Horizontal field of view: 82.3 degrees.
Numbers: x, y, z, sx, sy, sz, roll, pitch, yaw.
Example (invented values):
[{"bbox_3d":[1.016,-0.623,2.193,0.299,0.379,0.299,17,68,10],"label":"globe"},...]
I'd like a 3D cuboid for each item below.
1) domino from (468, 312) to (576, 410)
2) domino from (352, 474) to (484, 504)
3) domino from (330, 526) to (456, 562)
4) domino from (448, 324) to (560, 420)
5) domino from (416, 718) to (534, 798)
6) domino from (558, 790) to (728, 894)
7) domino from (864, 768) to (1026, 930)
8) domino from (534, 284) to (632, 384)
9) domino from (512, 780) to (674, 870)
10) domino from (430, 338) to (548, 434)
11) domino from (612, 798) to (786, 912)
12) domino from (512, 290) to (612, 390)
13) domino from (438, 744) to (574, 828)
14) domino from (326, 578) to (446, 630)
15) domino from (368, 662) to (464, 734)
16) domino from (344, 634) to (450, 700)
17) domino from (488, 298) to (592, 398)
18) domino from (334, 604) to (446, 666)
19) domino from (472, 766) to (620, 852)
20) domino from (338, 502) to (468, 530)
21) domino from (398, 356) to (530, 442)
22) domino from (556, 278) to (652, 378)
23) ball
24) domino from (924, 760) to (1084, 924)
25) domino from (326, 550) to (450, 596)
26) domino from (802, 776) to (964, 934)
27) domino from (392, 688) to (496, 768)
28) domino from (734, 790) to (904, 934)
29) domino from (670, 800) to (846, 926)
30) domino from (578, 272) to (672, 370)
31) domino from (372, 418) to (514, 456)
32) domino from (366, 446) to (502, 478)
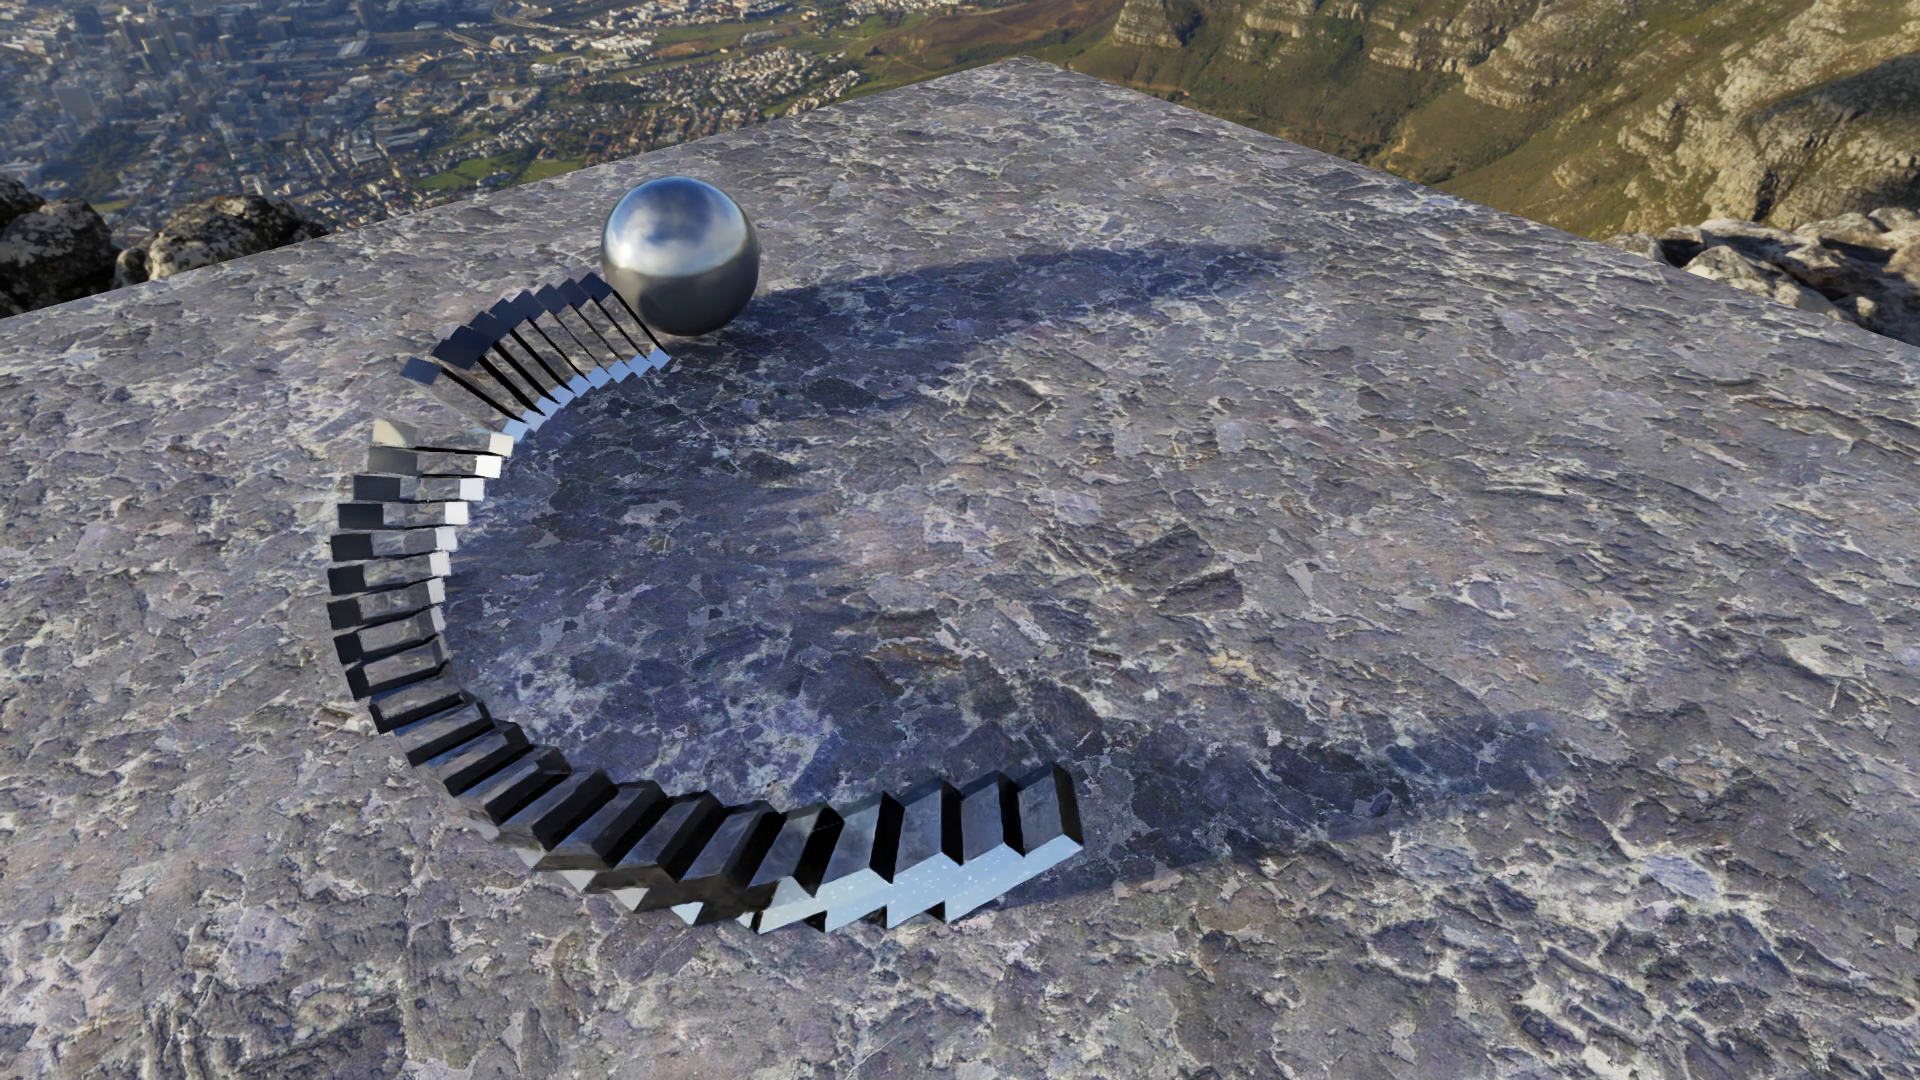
[{"bbox_3d":[-0.204,-0.084,0.514,0.025,0.050,0.009,28,73,30],"label":"domino"},{"bbox_3d":[-0.219,-0.021,0.447,0.025,0.009,0.050,4,4,5],"label":"domino"},{"bbox_3d":[-0.215,0.001,0.420,0.025,0.009,0.050,-4,3,-4],"label":"domino"},{"bbox_3d":[-0.209,-0.076,0.506,0.025,0.050,0.009,24,72,27],"label":"domino"},{"bbox_3d":[-0.152,0.066,0.341,0.025,0.010,0.050,-32,13,-33],"label":"domino"},{"bbox_3d":[-0.091,0.087,0.315,0.050,0.010,0.025,-19,25,39],"label":"domino"},{"bbox_3d":[-0.005,0.088,0.313,0.050,0.009,0.025,-34,34,21],"label":"domino"},{"bbox_3d":[-0.183,-0.100,0.534,0.010,0.050,0.025,-46,53,-10],"label":"domino"},{"bbox_3d":[-0.108,0.083,0.320,0.050,0.009,0.025,-16,23,43],"label":"domino"},{"bbox_3d":[-0.212,-0.069,0.497,0.025,0.050,0.009,22,71,24],"label":"domino"},{"bbox_3d":[-0.074,0.090,0.312,0.050,0.009,0.025,-21,26,36],"label":"domino"},{"bbox_3d":[-0.191,-0.096,0.529,0.009,0.050,0.025,-46,53,-10],"label":"domino"},{"bbox_3d":[-0.138,0.073,0.333,0.025,0.009,0.050,-36,15,-36],"label":"domino"},{"bbox_3d":[-0.205,0.022,0.395,0.025,0.010,0.050,-10,5,-12],"label":"domino"},{"bbox_3d":[-0.177,0.051,0.360,0.025,0.010,0.050,-22,9,-24],"label":"domino"},{"bbox_3d":[-0.188,0.042,0.371,0.025,0.009,0.050,-18,7,-20],"label":"domino"},{"bbox_3d":[-0.199,-0.091,0.523,0.025,0.050,0.009,34,76,34],"label":"domino"},{"bbox_3d":[-0.197,0.032,0.382,0.025,0.009,0.050,-14,6,-16],"label":"domino"},{"bbox_3d":[-0.124,0.079,0.326,0.050,0.009,0.025,-13,22,48],"label":"domino"},{"bbox_3d":[-0.219,-0.010,0.434,0.025,0.009,0.050,1,4,1],"label":"domino"},{"bbox_3d":[-0.219,-0.062,0.487,0.025,0.050,0.010,17,75,31],"label":"domino"},{"bbox_3d":[-0.174,-0.104,0.539,0.009,0.050,0.025,-46,53,-10],"label":"domino"},{"bbox_3d":[-0.143,-0.145,0.565,0.080,0.080,0.080,0,39,0],"label":"ball"},{"bbox_3d":[0.011,0.086,0.314,0.050,0.010,0.025,-36,33,22],"label":"domino"},{"bbox_3d":[-0.210,0.012,0.407,0.025,0.009,0.050,-7,4,-9],"label":"domino"},{"bbox_3d":[-0.022,0.089,0.312,0.050,0.010,0.025,-32,34,22],"label":"domino"},{"bbox_3d":[-0.165,0.059,0.350,0.025,0.009,0.050,-27,11,-29],"label":"domino"},{"bbox_3d":[-0.040,0.091,0.310,0.050,0.010,0.025,-28,31,26],"label":"domino"},{"bbox_3d":[-0.057,0.091,0.310,0.050,0.010,0.025,-24,28,32],"label":"domino"},{"bbox_3d":[-0.165,-0.108,0.544,0.010,0.050,0.025,-46,53,-10],"label":"domino"},{"bbox_3d":[-0.222,-0.044,0.474,0.025,0.009,0.050,13,6,24],"label":"domino"},{"bbox_3d":[-0.219,-0.032,0.461,0.025,0.009,0.050,9,5,11],"label":"domino"}]
